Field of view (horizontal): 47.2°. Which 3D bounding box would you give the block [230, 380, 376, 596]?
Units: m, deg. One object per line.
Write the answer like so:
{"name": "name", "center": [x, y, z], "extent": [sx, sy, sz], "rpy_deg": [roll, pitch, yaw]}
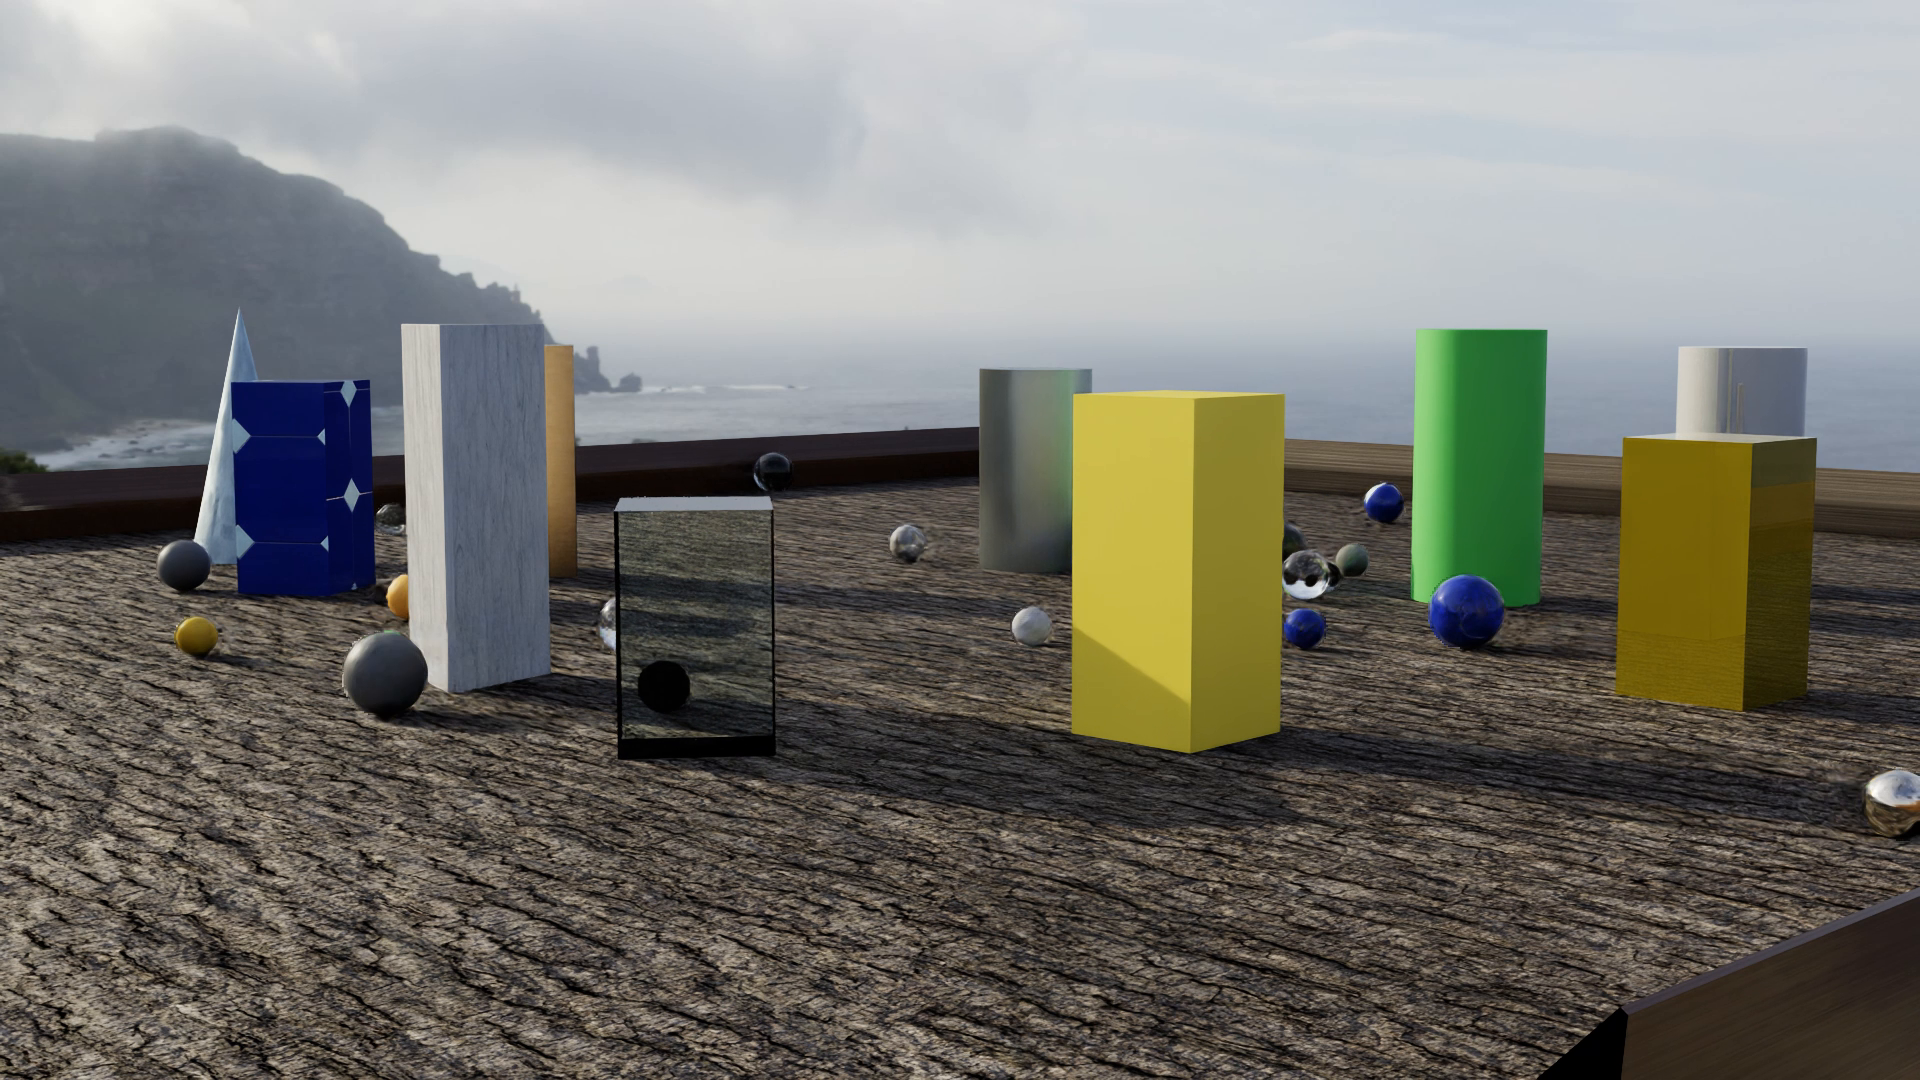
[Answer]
{"name": "block", "center": [-1.045, -0.087, 3.507], "extent": [0.156, 0.332, 0.156], "rpy_deg": [1, 6, 11]}

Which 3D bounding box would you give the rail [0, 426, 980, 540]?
{"name": "rail", "center": [-1.289, -0.112, 4.721], "extent": [4.035, 0.127, 0.045], "rpy_deg": [-5, 8, -42]}

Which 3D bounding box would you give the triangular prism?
{"name": "triangular prism", "center": [-0.611, -0.046, 2.650], "extent": [0.147, 0.427, 0.169], "rpy_deg": [4, 7, 31]}

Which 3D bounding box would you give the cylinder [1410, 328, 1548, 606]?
{"name": "cylinder", "center": [0.796, -0.115, 3.378], "extent": [0.195, 0.414, 0.195], "rpy_deg": [0, 6, 0]}

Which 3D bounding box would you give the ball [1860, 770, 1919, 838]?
{"name": "ball", "center": [0.792, 0.223, 1.857], "extent": [0.058, 0.058, 0.058], "rpy_deg": [0, 6, 0]}

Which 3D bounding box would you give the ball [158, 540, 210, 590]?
{"name": "ball", "center": [-1.233, 0.040, 3.494], "extent": [0.081, 0.081, 0.081], "rpy_deg": [0, 6, 0]}

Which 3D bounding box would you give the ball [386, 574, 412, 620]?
{"name": "ball", "center": [-0.789, 0.082, 3.161], "extent": [0.068, 0.068, 0.068], "rpy_deg": [0, 6, 0]}

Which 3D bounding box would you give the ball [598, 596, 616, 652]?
{"name": "ball", "center": [-0.427, 0.108, 2.845], "extent": [0.082, 0.082, 0.082], "rpy_deg": [0, 6, 0]}

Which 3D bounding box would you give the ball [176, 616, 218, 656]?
{"name": "ball", "center": [-0.983, 0.124, 2.834], "extent": [0.051, 0.051, 0.051], "rpy_deg": [0, 6, 0]}

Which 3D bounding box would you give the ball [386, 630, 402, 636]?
{"name": "ball", "center": [-0.710, 0.137, 2.736], "extent": [0.047, 0.047, 0.047], "rpy_deg": [0, 6, 0]}

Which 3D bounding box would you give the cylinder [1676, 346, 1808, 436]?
{"name": "cylinder", "center": [1.249, -0.116, 3.529], "extent": [0.195, 0.385, 0.195], "rpy_deg": [0, 6, 0]}

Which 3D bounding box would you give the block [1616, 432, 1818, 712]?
{"name": "block", "center": [0.873, 0.031, 2.540], "extent": [0.156, 0.299, 0.156], "rpy_deg": [-6, 8, -44]}

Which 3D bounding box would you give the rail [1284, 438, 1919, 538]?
{"name": "rail", "center": [1.465, -0.108, 4.677], "extent": [0.045, 0.127, 3.849], "rpy_deg": [-5, 8, -42]}

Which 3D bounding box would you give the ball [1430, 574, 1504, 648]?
{"name": "ball", "center": [0.670, 0.094, 2.905], "extent": [0.097, 0.097, 0.097], "rpy_deg": [0, 6, 0]}

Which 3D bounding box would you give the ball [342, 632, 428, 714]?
{"name": "ball", "center": [-0.634, 0.147, 2.426], "extent": [0.091, 0.091, 0.091], "rpy_deg": [0, 6, 0]}

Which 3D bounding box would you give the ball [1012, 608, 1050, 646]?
{"name": "ball", "center": [0.095, 0.115, 2.920], "extent": [0.052, 0.052, 0.052], "rpy_deg": [0, 6, 0]}

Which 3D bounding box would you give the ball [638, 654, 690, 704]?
{"name": "ball", "center": [-0.334, 0.157, 2.486], "extent": [0.058, 0.058, 0.058], "rpy_deg": [0, 6, 0]}

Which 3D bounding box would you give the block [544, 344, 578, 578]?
{"name": "block", "center": [-0.729, -0.136, 3.713], "extent": [0.156, 0.385, 0.156], "rpy_deg": [-1, 6, -9]}

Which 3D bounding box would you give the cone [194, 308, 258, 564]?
{"name": "cone", "center": [-1.282, -0.192, 3.935], "extent": [0.195, 0.451, 0.195], "rpy_deg": [0, 6, 0]}

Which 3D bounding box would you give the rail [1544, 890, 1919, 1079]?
{"name": "rail", "center": [1.289, 0.179, 1.943], "extent": [4.035, 0.127, 0.045], "rpy_deg": [-5, 8, -42]}

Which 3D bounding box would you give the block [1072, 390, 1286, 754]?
{"name": "block", "center": [0.228, 0.026, 2.305], "extent": [0.156, 0.357, 0.156], "rpy_deg": [6, 8, 43]}

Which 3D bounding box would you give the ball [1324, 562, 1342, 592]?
{"name": "ball", "center": [0.578, 0.058, 3.475], "extent": [0.049, 0.049, 0.049], "rpy_deg": [0, 6, 0]}

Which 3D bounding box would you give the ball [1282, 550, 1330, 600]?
{"name": "ball", "center": [0.531, 0.054, 3.385], "extent": [0.077, 0.077, 0.077], "rpy_deg": [0, 6, 0]}

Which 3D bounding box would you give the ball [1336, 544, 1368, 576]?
{"name": "ball", "center": [0.656, 0.035, 3.681], "extent": [0.053, 0.053, 0.053], "rpy_deg": [0, 6, 0]}

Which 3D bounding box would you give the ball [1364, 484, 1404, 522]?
{"name": "ball", "center": [0.888, -0.077, 4.606], "extent": [0.083, 0.083, 0.083], "rpy_deg": [0, 6, 0]}

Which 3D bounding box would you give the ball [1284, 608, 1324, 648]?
{"name": "ball", "center": [0.454, 0.116, 2.901], "extent": [0.053, 0.053, 0.053], "rpy_deg": [0, 6, 0]}

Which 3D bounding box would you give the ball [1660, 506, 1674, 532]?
{"name": "ball", "center": [1.428, -0.040, 4.395], "extent": [0.053, 0.053, 0.053], "rpy_deg": [0, 6, 0]}

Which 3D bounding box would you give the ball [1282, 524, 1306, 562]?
{"name": "ball", "center": [0.530, 0.017, 3.660], "extent": [0.093, 0.093, 0.093], "rpy_deg": [0, 6, 0]}

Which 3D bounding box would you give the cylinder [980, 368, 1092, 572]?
{"name": "cylinder", "center": [0.131, -0.126, 3.818], "extent": [0.195, 0.343, 0.195], "rpy_deg": [0, 6, 0]}

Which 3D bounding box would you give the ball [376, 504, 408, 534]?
{"name": "ball", "center": [-1.129, -0.041, 4.364], "extent": [0.061, 0.061, 0.061], "rpy_deg": [0, 6, 0]}

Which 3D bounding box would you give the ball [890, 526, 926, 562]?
{"name": "ball", "center": [-0.094, 0.006, 3.901], "extent": [0.064, 0.064, 0.064], "rpy_deg": [0, 6, 0]}

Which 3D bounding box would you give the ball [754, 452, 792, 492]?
{"name": "ball", "center": [-0.459, -0.166, 5.392], "extent": [0.096, 0.096, 0.096], "rpy_deg": [0, 6, 0]}

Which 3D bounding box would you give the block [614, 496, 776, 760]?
{"name": "block", "center": [-0.271, 0.086, 2.258], "extent": [0.156, 0.248, 0.156], "rpy_deg": [-1, 6, -6]}
